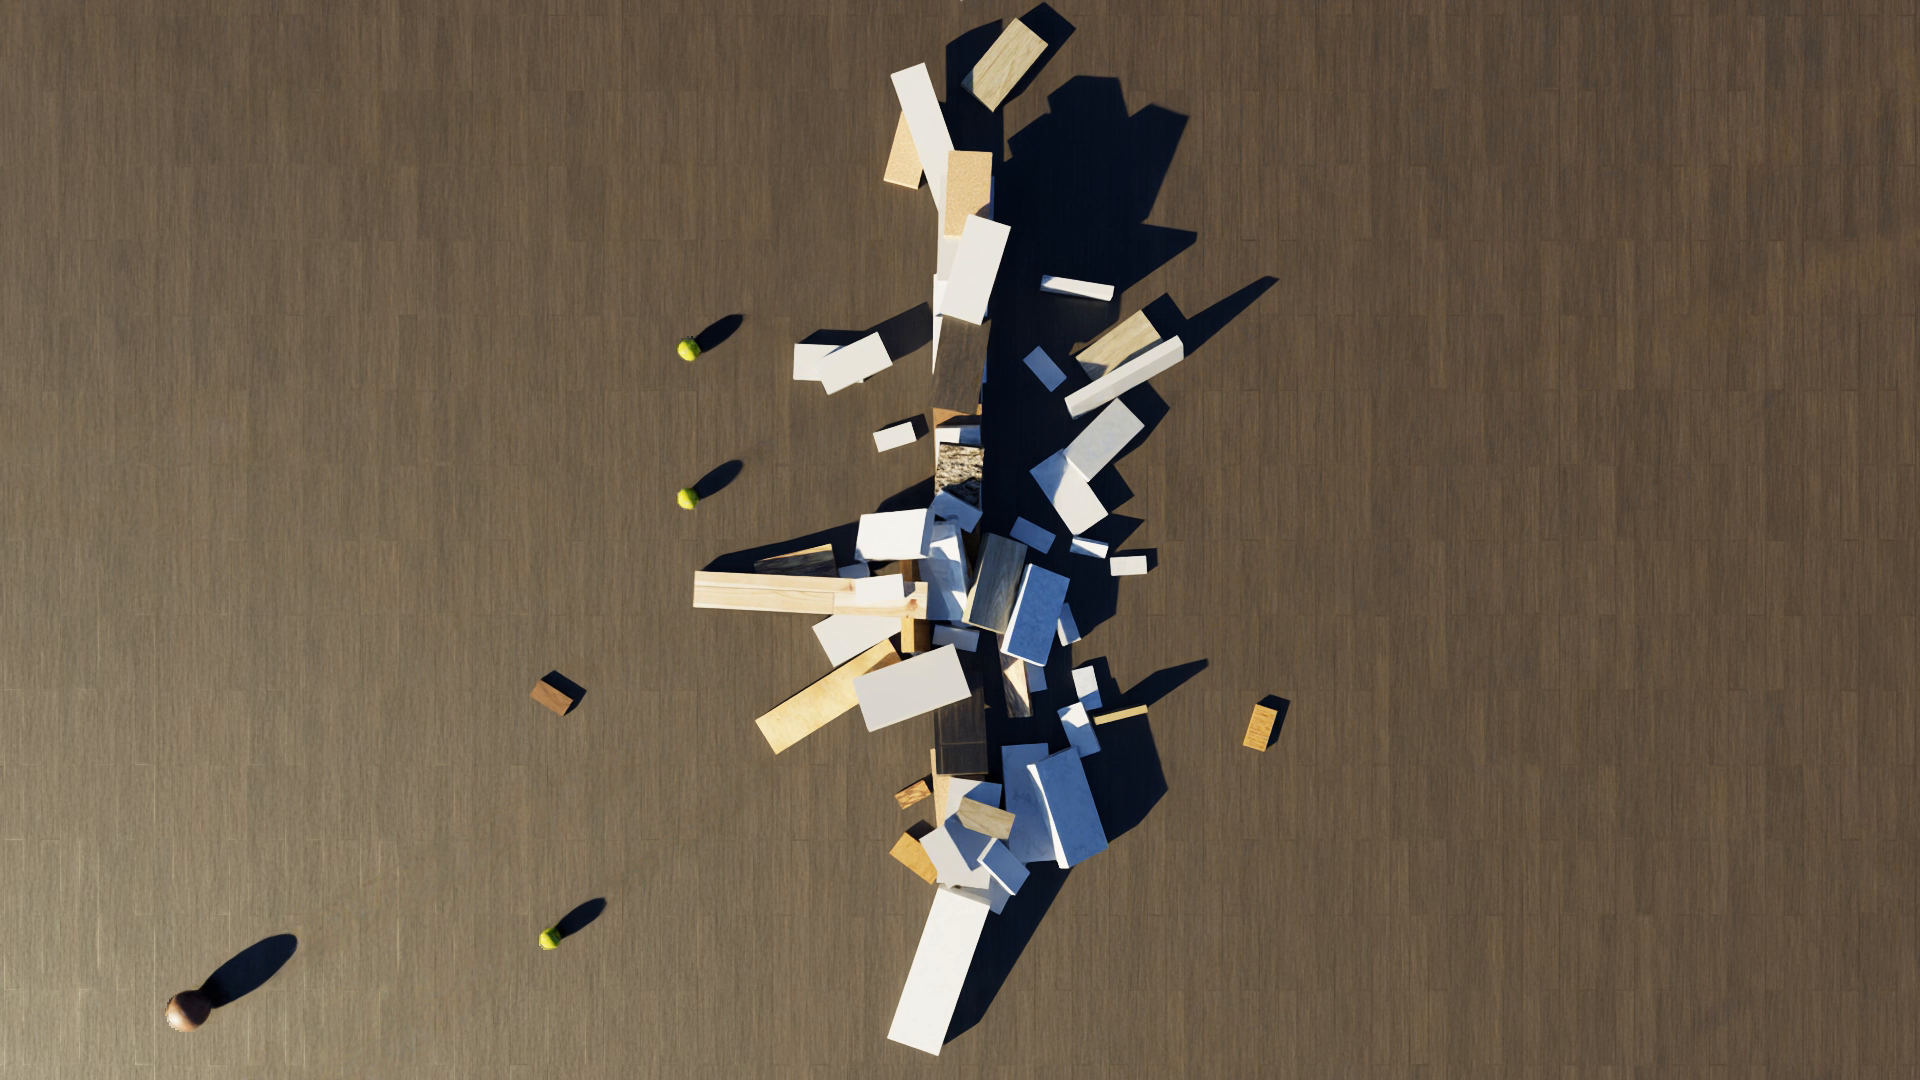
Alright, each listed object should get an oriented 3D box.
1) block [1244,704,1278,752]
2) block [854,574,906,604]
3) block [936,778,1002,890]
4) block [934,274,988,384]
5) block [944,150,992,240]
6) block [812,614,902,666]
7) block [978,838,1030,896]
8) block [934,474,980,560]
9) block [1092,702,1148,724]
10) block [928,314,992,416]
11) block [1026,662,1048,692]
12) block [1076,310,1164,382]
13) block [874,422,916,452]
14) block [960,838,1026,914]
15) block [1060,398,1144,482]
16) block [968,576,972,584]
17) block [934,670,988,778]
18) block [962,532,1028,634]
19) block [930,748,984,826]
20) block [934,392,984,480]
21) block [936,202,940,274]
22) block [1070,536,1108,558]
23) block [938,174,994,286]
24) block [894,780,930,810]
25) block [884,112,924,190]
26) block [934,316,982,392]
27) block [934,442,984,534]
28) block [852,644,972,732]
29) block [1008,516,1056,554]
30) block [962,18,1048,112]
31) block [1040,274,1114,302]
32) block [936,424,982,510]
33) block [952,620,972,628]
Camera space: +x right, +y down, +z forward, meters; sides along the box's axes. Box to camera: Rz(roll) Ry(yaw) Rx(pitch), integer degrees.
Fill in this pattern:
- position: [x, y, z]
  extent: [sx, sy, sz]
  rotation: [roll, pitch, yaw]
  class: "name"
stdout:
- position: [0.999, 0.625, 5.490]
  extent: [0.071, 0.020, 0.142]
  rotation: [18, 90, 0]
  class: "block"
- position: [-0.257, 0.157, 5.315]
  extent: [0.158, 0.022, 0.079]
  rotation: [-7, 86, 12]
  class: "block"
- position: [0.030, 0.952, 5.366]
  extent: [0.169, 0.048, 0.338]
  rotation: [8, 83, 1]
  class: "block"
- position: [0.001, -0.697, 5.438]
  extent: [0.176, 0.050, 0.353]
  rotation: [1, 102, 0]
  class: "block"
- position: [0.026, -1.114, 5.332]
  extent: [0.141, 0.040, 0.282]
  rotation: [3, 84, 0]
  class: "block"
- position: [-0.320, 0.282, 5.479]
  extent: [0.302, 0.043, 0.151]
  rotation: [-28, 90, 0]
  class: "block"
- position: [0.143, 1.057, 5.343]
  extent: [0.182, 0.026, 0.091]
  rotation: [49, 63, -24]
  class: "block"
- position: [-0.007, -0.076, 5.433]
  extent: [0.145, 0.041, 0.290]
  rotation: [-1, 109, 0]
  class: "block"
- position: [0.529, 0.574, 5.457]
  extent: [0.174, 0.087, 0.025]
  rotation: [-14, 90, 0]
  class: "block"
- position: [0.000, -0.573, 5.333]
  extent: [0.158, 0.045, 0.316]
  rotation: [9, 89, 1]
  class: "block"
- position: [0.234, 0.423, 5.488]
  extent: [0.082, 0.023, 0.164]
  rotation: [-11, 90, 0]
  class: "block"
- position: [0.529, -0.631, 5.481]
  extent: [0.267, 0.038, 0.134]
  rotation: [-36, 90, 0]
  class: "block"
- position: [-0.217, -0.343, 5.491]
  extent: [0.131, 0.018, 0.065]
  rotation: [-17, 90, 0]
  class: "block"
- position: [0.134, 1.063, 5.450]
  extent: [0.153, 0.043, 0.306]
  rotation: [29, 79, 0]
  class: "block"
- position: [0.471, -0.332, 5.461]
  extent: [0.264, 0.037, 0.132]
  rotation: [-45, 91, -8]
  class: "block"
- position: [0.072, 0.180, 5.469]
  extent: [0.069, 0.020, 0.138]
  rotation: [-12, 108, -1]
  class: "block"
- position: [-0.001, 0.604, 5.424]
  extent: [0.169, 0.048, 0.338]
  rotation: [-3, 72, 0]
  class: "block"
- position: [0.115, 0.142, 5.407]
  extent: [0.151, 0.043, 0.301]
  rotation: [19, 79, -27]
  class: "block"
- position: [0.002, 0.850, 5.427]
  extent: [0.169, 0.048, 0.338]
  rotation: [-5, 83, -1]
  class: "block"
- position: [-0.006, -0.352, 5.427]
  extent: [0.158, 0.045, 0.316]
  rotation: [-2, 109, 0]
  class: "block"
- position: [0.013, -0.936, 5.451]
  extent: [0.176, 0.050, 0.353]
  rotation: [2, 98, 0]
  class: "block"
- position: [0.429, 0.025, 5.473]
  extent: [0.118, 0.017, 0.059]
  rotation: [12, 134, 0]
  class: "block"
- position: [0.019, -1.006, 5.366]
  extent: [0.176, 0.050, 0.353]
  rotation: [2, 84, 0]
  class: "block"
- position: [-0.157, 0.847, 5.492]
  extent: [0.108, 0.015, 0.054]
  rotation: [-29, 90, 0]
  class: "block"
- position: [-0.167, -1.296, 5.484]
  extent: [0.115, 0.033, 0.230]
  rotation: [15, 90, 0]
  class: "block"
- position: [-0.006, -0.575, 5.416]
  extent: [0.158, 0.045, 0.316]
  rotation: [0, 103, 0]
  class: "block"
- position: [-0.008, -0.170, 5.357]
  extent: [0.145, 0.041, 0.290]
  rotation: [5, 109, -2]
  class: "block"
- position: [-0.159, 0.485, 5.415]
  extent: [0.354, 0.050, 0.177]
  rotation: [-20, 75, 0]
  class: "block"
- position: [0.241, -0.016, 5.490]
  extent: [0.140, 0.020, 0.070]
  rotation: [27, 90, 0]
  class: "block"
- position: [0.148, -1.577, 5.480]
  extent: [0.141, 0.040, 0.282]
  rotation: [40, 90, 0]
  class: "block"
- position: [0.384, -0.830, 5.441]
  extent: [0.235, 0.117, 0.033]
  rotation: [9, 90, 0]
  class: "block"
- position: [-0.004, -0.233, 5.423]
  extent: [0.145, 0.041, 0.290]
  rotation: [-1, 109, 0]
  class: "block"
- position: [-0.003, 0.225, 5.474]
  extent: [0.069, 0.020, 0.138]
  rotation: [-10, 102, 3]
  class: "block"
